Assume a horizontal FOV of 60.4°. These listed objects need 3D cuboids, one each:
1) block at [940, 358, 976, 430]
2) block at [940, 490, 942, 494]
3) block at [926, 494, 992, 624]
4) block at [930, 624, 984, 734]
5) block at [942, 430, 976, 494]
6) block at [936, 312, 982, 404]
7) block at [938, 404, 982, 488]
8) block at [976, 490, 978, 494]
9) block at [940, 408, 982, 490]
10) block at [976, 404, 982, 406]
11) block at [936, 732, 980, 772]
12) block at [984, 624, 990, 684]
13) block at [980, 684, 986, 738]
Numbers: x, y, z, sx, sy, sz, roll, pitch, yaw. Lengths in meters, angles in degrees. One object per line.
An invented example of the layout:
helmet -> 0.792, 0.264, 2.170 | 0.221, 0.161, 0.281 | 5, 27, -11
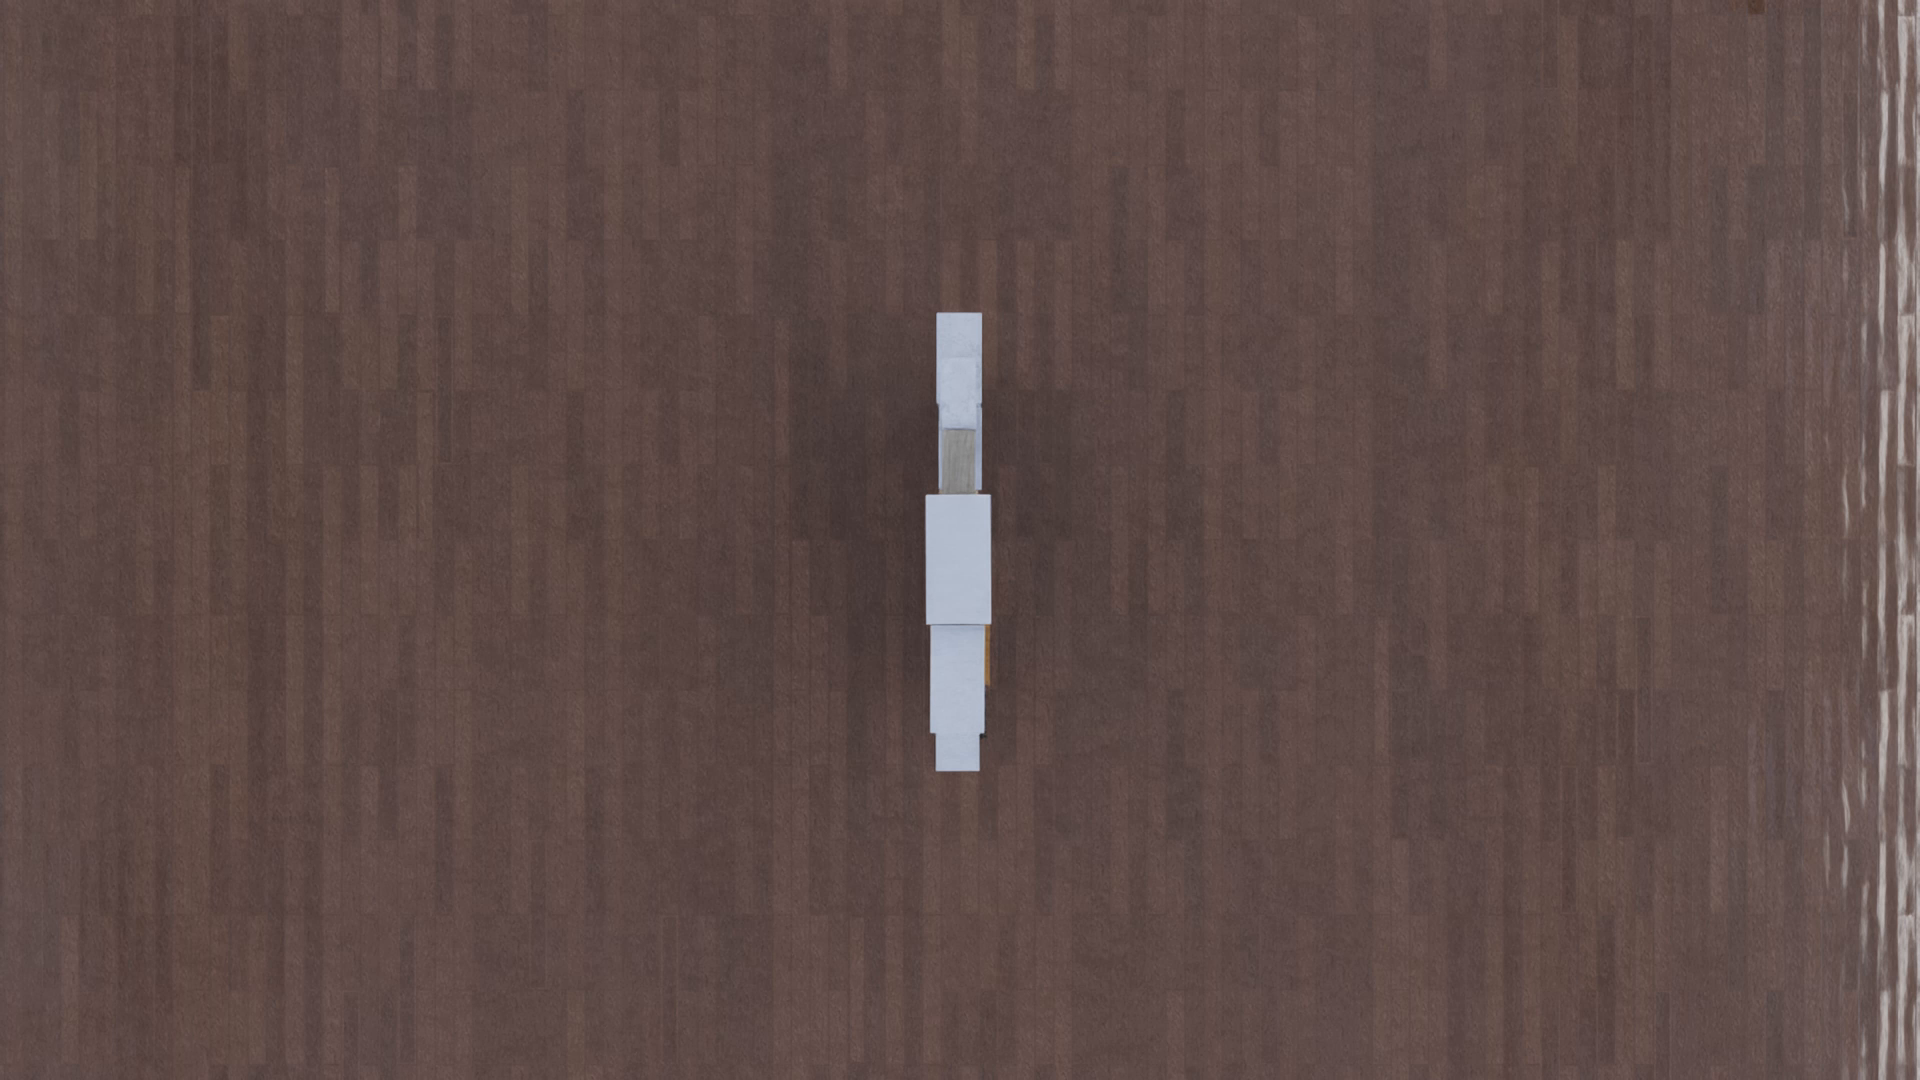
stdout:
block -> -0.004, -0.396, 4.466 | 0.095, 0.027, 0.189 | -1, 90, 0
block -> -0.003, -0.037, 4.645 | 0.101, 0.029, 0.202 | 0, 90, 0
block -> -0.004, 0.048, 4.121 | 0.161, 0.046, 0.322 | 0, 90, 0
block -> -0.006, 0.350, 4.174 | 0.136, 0.039, 0.272 | 0, 89, 0
block -> -0.003, -0.207, 4.443 | 0.088, 0.025, 0.176 | 0, 90, 0
block -> -0.002, -0.516, 4.688 | 0.128, 0.036, 0.256 | 0, 89, 0
block -> -0.001, -0.282, 4.980 | 0.127, 0.036, 0.255 | 0, 90, 0
block -> -0.003, -0.035, 4.877 | 0.116, 0.033, 0.231 | 0, 90, 0
block -> 0.004, -0.260, 4.711 | 0.117, 0.033, 0.234 | 0, 90, 0
block -> 0.000, -0.428, 4.834 | 0.128, 0.257, 0.036 | 1, 89, 0
block -> -0.006, 0.519, 4.581 | 0.121, 0.034, 0.241 | 0, 93, 0
block -> 0.000, 0.230, 4.489 | 0.162, 0.046, 0.323 | 0, 90, 0
block -> 0.003, 0.432, 4.856 | 0.149, 0.042, 0.299 | 0, 90, 0
